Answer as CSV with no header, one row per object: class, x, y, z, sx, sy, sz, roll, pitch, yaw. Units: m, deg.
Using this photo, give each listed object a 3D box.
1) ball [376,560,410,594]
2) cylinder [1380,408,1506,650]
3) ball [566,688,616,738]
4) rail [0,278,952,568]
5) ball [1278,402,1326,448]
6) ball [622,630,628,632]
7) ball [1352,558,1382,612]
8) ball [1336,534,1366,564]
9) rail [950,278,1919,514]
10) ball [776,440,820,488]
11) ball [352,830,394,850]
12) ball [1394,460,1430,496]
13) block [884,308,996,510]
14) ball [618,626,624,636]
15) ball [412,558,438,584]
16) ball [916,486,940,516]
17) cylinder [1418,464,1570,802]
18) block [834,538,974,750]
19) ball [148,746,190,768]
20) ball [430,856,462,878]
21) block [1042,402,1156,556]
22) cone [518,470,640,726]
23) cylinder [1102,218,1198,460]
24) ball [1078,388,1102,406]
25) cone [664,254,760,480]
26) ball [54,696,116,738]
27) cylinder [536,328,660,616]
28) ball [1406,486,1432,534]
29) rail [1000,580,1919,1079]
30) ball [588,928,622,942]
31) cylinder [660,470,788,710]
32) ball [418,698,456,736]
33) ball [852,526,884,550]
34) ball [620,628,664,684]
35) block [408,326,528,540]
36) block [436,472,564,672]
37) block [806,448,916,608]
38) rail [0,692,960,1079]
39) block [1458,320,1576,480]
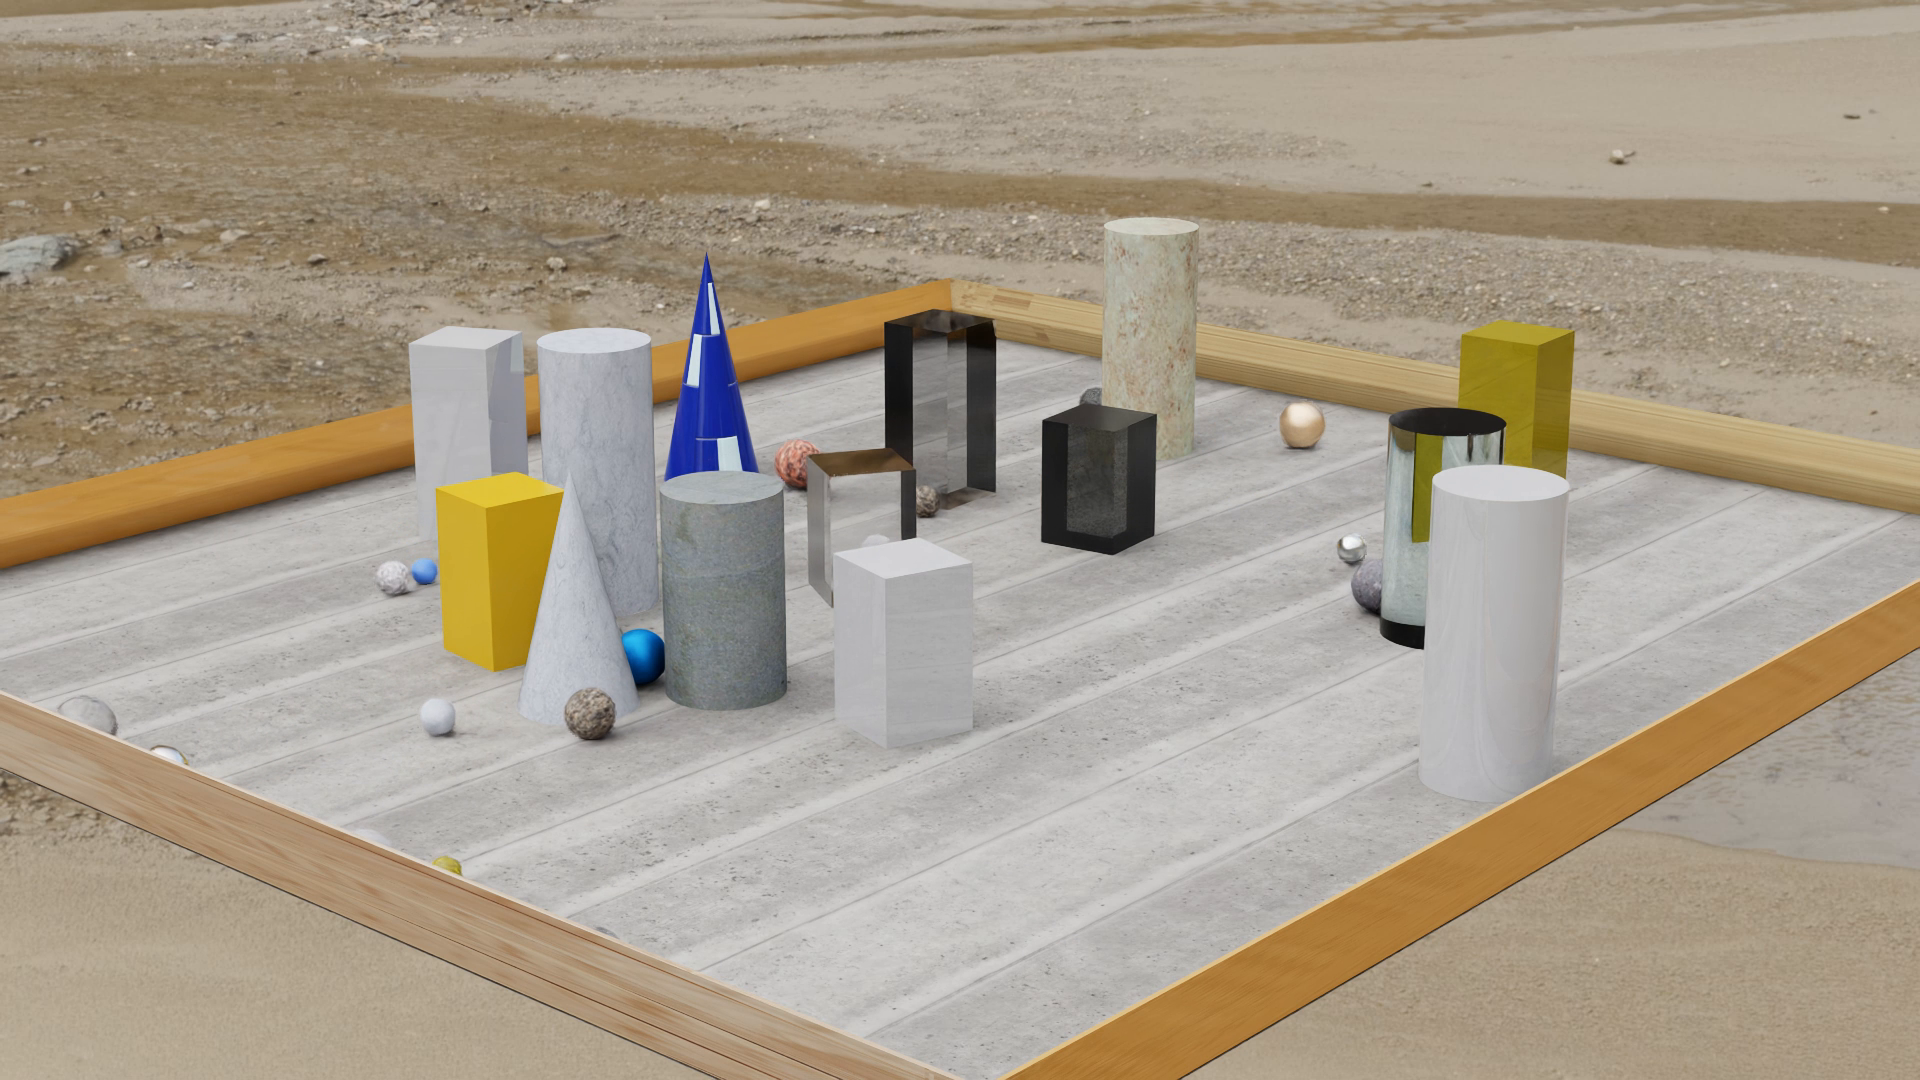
ball,-0.992,0.065,5.124,0.059,0.059,0.059,0,17,0
cylinder,0.802,-0.019,4.874,0.192,0.366,0.192,0,17,0
ball,-0.559,0.262,4.441,0.077,0.077,0.077,0,17,0
rail,-1.036,-0.229,5.982,0.045,0.125,3.141,14,22,39
ball,0.707,-0.237,6.062,0.096,0.096,0.096,0,17,0
ball,-0.552,0.171,4.795,0.048,0.048,0.048,0,17,0
ball,0.718,0.078,5.025,0.093,0.093,0.093,0,17,0
ball,0.707,0.016,5.301,0.052,0.052,0.052,0,17,0
rail,1.014,-0.306,6.239,2.792,0.125,0.045,14,22,39
ball,-0.316,-0.150,5.778,0.094,0.094,0.094,0,17,0
ball,-0.790,0.425,3.896,0.081,0.081,0.081,0,17,0
ball,0.881,-0.121,5.722,0.070,0.070,0.070,0,17,0
block,-0.038,-0.255,5.688,0.154,0.348,0.154,13,21,36
ball,-0.582,0.170,4.725,0.090,0.090,0.090,0,17,0
ball,-0.947,0.055,5.184,0.046,0.046,0.046,0,17,0
ball,-0.067,-0.074,5.585,0.060,0.060,0.060,0,17,0
cylinder,0.768,0.133,4.226,0.192,0.448,0.192,0,17,0
block,-0.087,0.155,4.466,0.154,0.268,0.154,-10,20,-31
ball,-1.141,0.335,4.190,0.083,0.083,0.083,0,17,0
ball,-0.684,0.443,3.897,0.046,0.046,0.046,0,17,0
block,0.257,-0.114,5.418,0.154,0.234,0.154,11,20,32
cone,-0.597,0.073,4.537,0.192,0.384,0.192,0,17,0
cylinder,0.388,-0.413,6.007,0.192,0.465,0.192,0,17,0
ball,0.292,-0.284,6.247,0.080,0.080,0.080,0,17,0
cone,-0.495,-0.345,5.792,0.192,0.459,0.192,0,17,0
ball,-1.302,0.279,4.356,0.095,0.095,0.095,0,17,0
cylinder,-0.619,-0.116,5.028,0.192,0.463,0.192,0,17,0
ball,0.880,-0.058,5.478,0.090,0.090,0.090,0,17,0
rail,1.036,0.291,4.259,0.045,0.125,3.141,14,22,39
ball,-0.448,0.514,3.609,0.075,0.075,0.075,0,17,0
cylinder,-0.371,0.078,4.606,0.192,0.335,0.192,0,17,0
ball,-0.794,0.269,4.456,0.056,0.056,0.056,0,17,0
ball,-0.167,0.002,5.335,0.059,0.059,0.059,0,17,0
ball,-0.511,0.186,4.673,0.089,0.089,0.089,0,17,0
block,-0.908,-0.194,5.444,0.154,0.372,0.154,5,18,17
block,-0.745,0.050,4.800,0.154,0.276,0.154,-14,22,-38
block,-0.172,-0.023,5.113,0.154,0.235,0.154,-5,18,-17
rail,-1.014,0.369,4.002,2.792,0.125,0.045,14,22,39
block,1.031,-0.203,5.467,0.154,0.376,0.154,12,21,35
